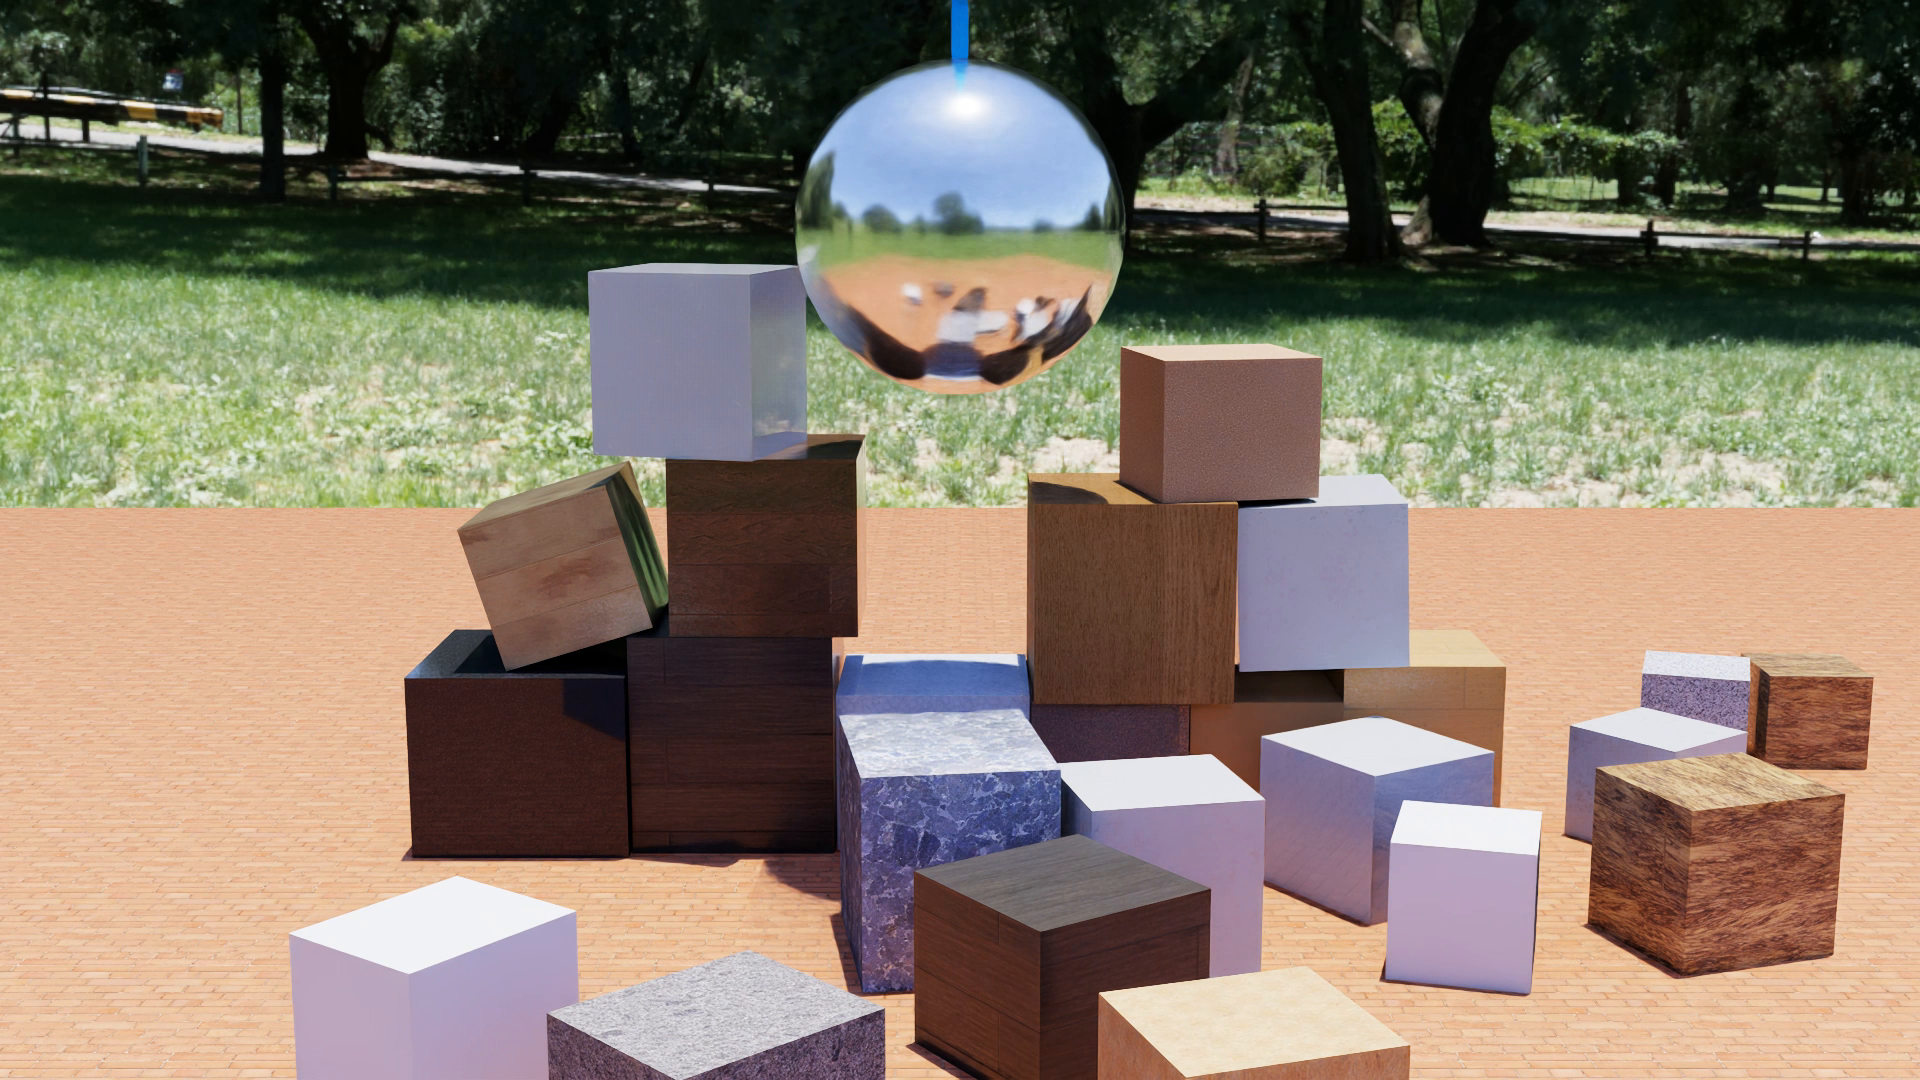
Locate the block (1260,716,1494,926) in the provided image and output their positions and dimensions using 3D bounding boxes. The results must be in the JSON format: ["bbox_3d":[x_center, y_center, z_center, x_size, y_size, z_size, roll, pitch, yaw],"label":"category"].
[{"bbox_3d":[1.961,1.306,10.422,0.743,0.701,0.787,-6,12,-32],"label":"block"}]

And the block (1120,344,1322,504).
[{"bbox_3d":[1.296,-0.600,11.057,0.800,0.692,0.768,-2,10,-12],"label":"block"}]

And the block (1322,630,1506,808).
[{"bbox_3d":[2.310,1.012,11.386,0.800,0.935,0.830,0,10,0],"label":"block"}]

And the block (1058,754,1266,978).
[{"bbox_3d":[0.831,1.427,9.480,0.748,0.801,0.704,-2,11,-12],"label":"block"}]

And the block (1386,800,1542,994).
[{"bbox_3d":[2.177,1.526,9.482,0.598,0.605,0.621,3,11,16],"label":"block"}]

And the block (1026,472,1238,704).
[{"bbox_3d":[0.853,0.226,11.235,0.984,0.996,1.024,0,10,0],"label":"block"}]

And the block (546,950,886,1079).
[{"bbox_3d":[-0.797,1.883,7.259,0.832,0.698,0.727,-10,14,-42],"label":"block"}]

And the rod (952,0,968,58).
[{"bbox_3d":[0.000,-4.873,10.147,0.080,5.200,0.080,0,7,0],"label":"rod"}]

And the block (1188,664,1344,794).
[{"bbox_3d":[1.525,1.105,11.373,0.760,0.756,0.813,0,10,0],"label":"block"}]

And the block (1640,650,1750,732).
[{"bbox_3d":[4.179,0.991,12.521,0.569,0.570,0.591,4,11,19],"label":"block"}]

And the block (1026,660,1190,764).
[{"bbox_3d":[0.744,1.099,11.370,0.782,0.770,0.868,0,10,0],"label":"block"}]

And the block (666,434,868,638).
[{"bbox_3d":[-0.960,-0.039,11.161,0.925,0.881,0.927,0,10,0],"label":"block"}]

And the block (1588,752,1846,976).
[{"bbox_3d":[3.335,1.416,9.737,0.782,0.730,0.688,-3,11,-18],"label":"block"}]

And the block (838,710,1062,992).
[{"bbox_3d":[-0.065,1.333,9.633,0.835,0.931,0.994,-1,10,-8],"label":"block"}]

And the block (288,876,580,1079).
[{"bbox_3d":[-1.951,1.735,8.221,0.671,0.645,0.794,8,13,36],"label":"block"}]

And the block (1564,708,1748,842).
[{"bbox_3d":[3.529,1.236,11.166,0.602,0.574,0.624,-8,13,-36],"label":"block"}]

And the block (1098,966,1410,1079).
[{"bbox_3d":[0.948,1.896,7.246,0.776,0.678,0.715,-3,11,-18],"label":"block"}]

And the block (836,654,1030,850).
[{"bbox_3d":[-0.132,1.082,11.388,0.957,0.797,0.898,0,10,0],"label":"block"}]

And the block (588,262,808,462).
[{"bbox_3d":[-1.290,-0.904,10.959,0.830,0.893,0.798,3,11,15],"label":"block"}]

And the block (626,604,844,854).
[{"bbox_3d":[-1.129,0.931,11.365,1.007,1.101,1.012,0,10,0],"label":"block"}]

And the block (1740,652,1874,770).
[{"bbox_3d":[4.858,0.979,12.681,0.569,0.536,0.568,1,10,3],"label":"block"}]

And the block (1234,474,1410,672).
[{"bbox_3d":[1.806,0.152,11.245,0.833,0.816,0.943,-2,10,3],"label":"block"}]

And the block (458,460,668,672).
[{"bbox_3d":[-1.990,0.115,11.210,0.762,0.742,0.855,-17,10,3],"label":"block"}]

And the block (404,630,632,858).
[{"bbox_3d":[-2.178,1.028,11.353,1.072,0.916,1.094,0,10,0],"label":"block"}]

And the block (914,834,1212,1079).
[{"bbox_3d":[0.387,1.652,8.507,0.810,0.707,0.818,-7,13,-34],"label":"block"}]

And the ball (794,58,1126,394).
[{"bbox_3d":[0.000,-1.499,10.567,1.600,1.600,1.600,0,10,0],"label":"ball"}]
